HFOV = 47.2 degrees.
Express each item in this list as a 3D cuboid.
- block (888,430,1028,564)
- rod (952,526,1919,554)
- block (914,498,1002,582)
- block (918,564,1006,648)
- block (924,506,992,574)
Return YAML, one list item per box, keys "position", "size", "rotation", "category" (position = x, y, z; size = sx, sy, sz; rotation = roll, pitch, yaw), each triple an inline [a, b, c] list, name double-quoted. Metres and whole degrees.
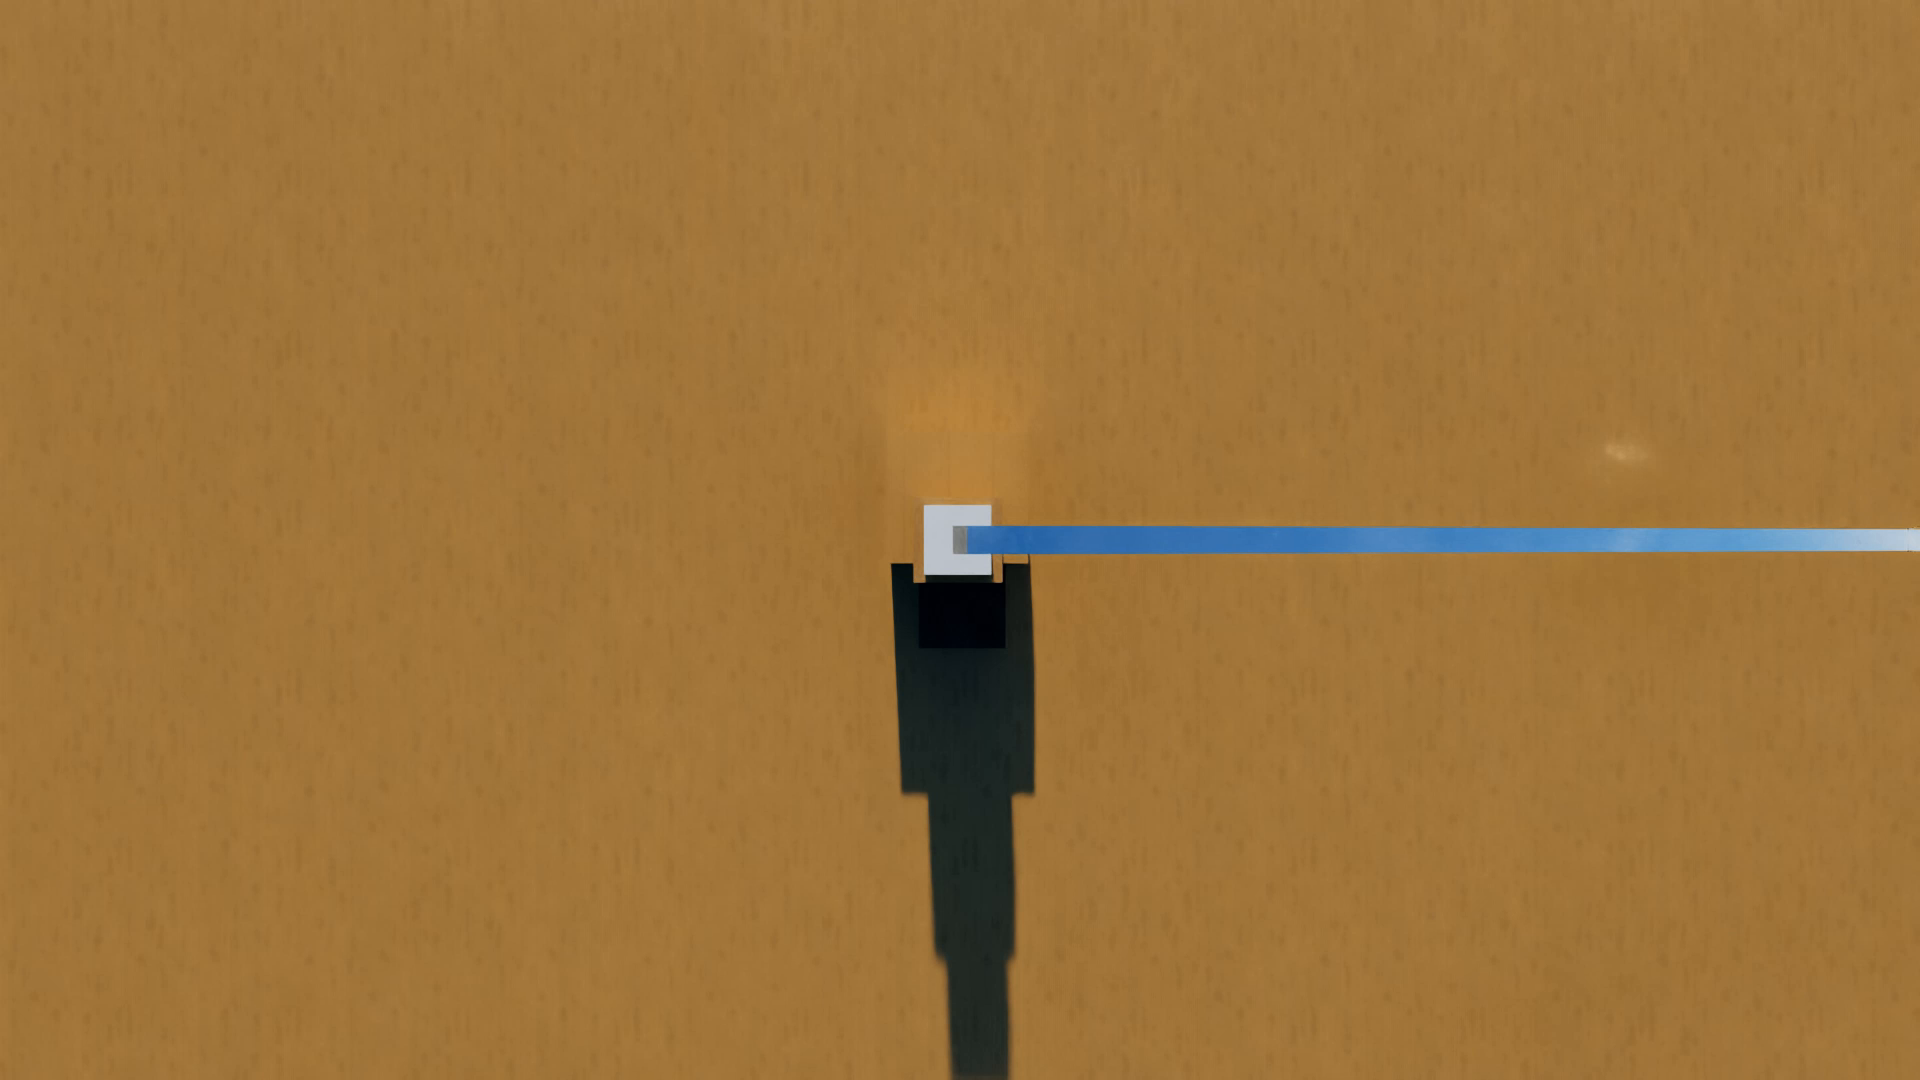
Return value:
- position: [-0.013, -0.241, 12.676]
  size: [0.792, 0.649, 0.745]
  rotation: [0, 90, 0]
  category: "block"
- position: [2.234, 0.000, 7.472]
  size: [5.200, 0.080, 0.080]
  rotation: [0, 90, -31]
  category: "rod"
- position: [-0.011, 0.000, 12.145]
  size: [0.483, 0.412, 0.463]
  rotation: [0, 90, 0]
  category: "block"
- position: [0.012, 0.377, 12.720]
  size: [0.490, 0.560, 0.472]
  rotation: [0, 90, 0]
  category: "block"
- position: [-0.013, 0.000, 11.754]
  size: [0.354, 0.370, 0.367]
  rotation: [0, 90, 0]
  category: "block"
